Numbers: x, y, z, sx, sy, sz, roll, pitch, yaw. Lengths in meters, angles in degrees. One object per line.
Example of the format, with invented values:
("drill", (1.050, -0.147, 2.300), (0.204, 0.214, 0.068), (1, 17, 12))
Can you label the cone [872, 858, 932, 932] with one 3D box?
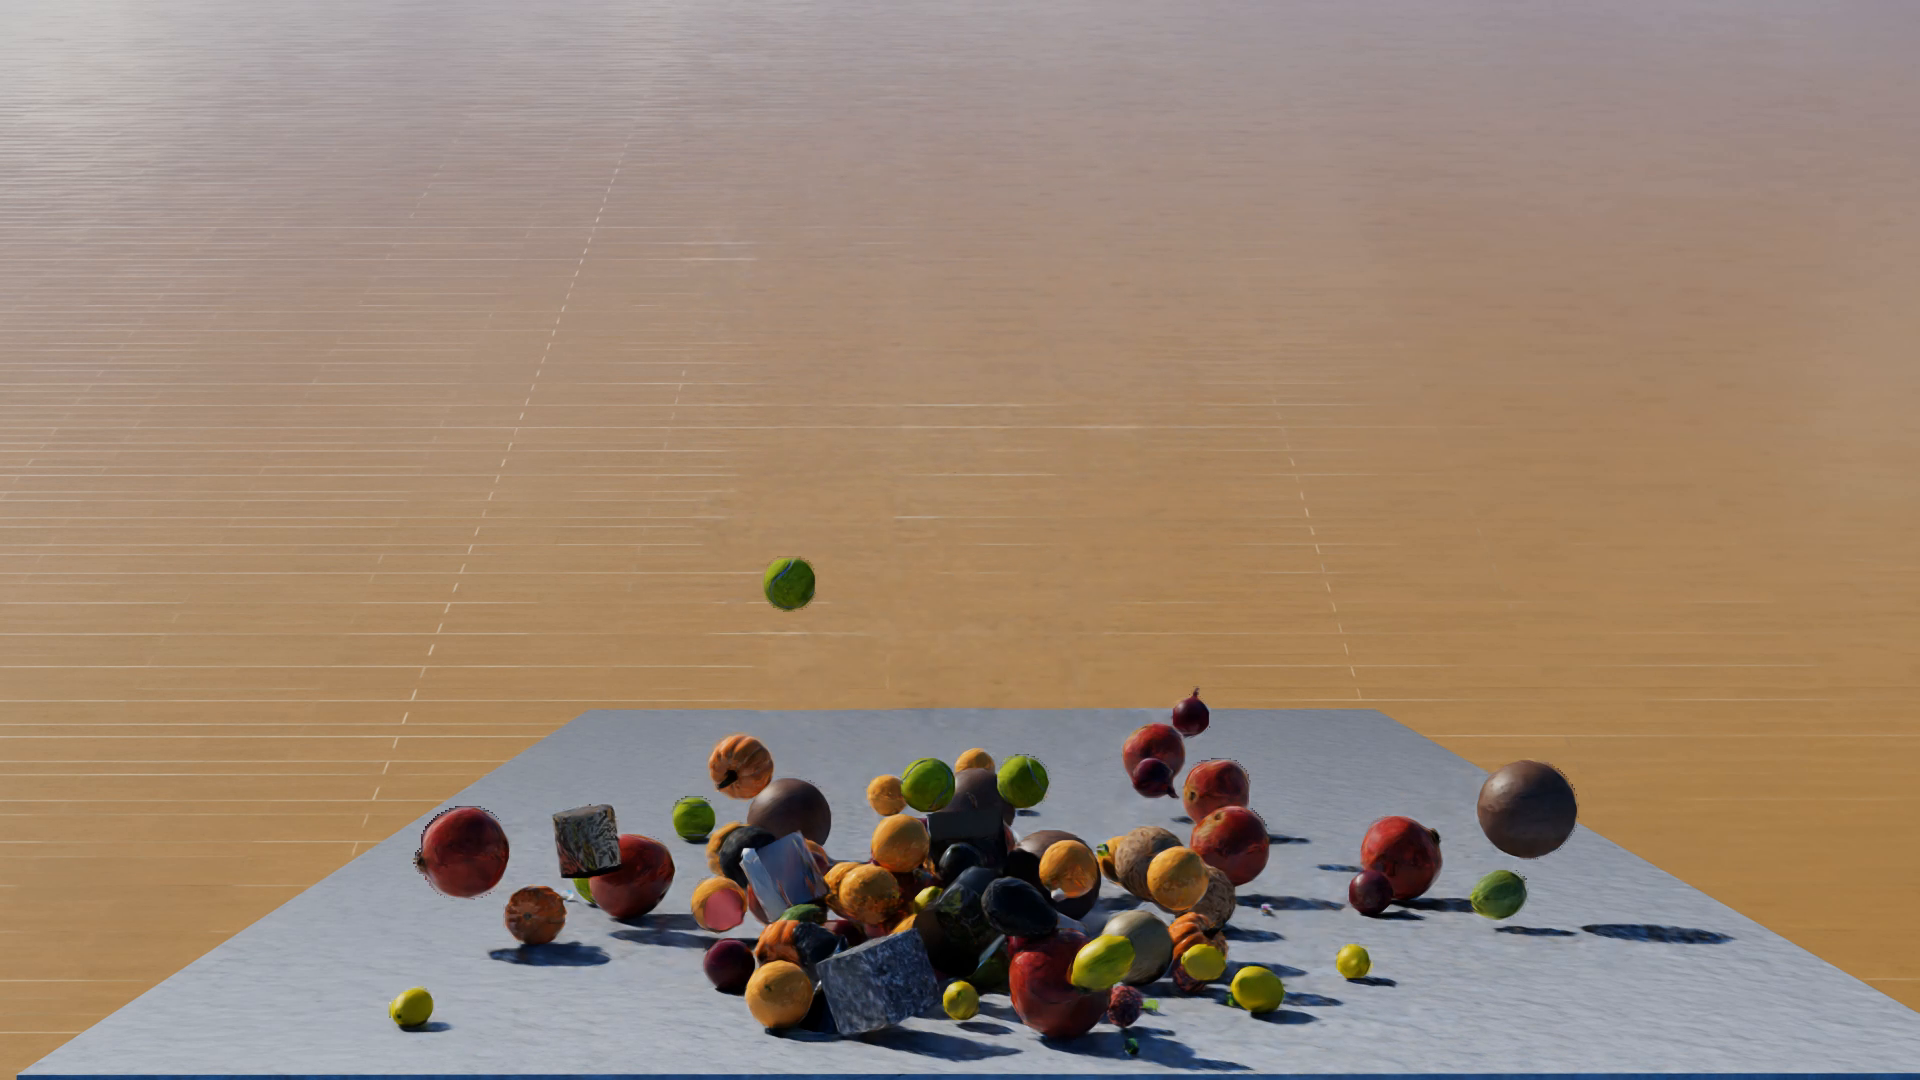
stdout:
("cone", (-0.059, 0.455, 3.325), (0.093, 0.093, 0.093), (11, -4, 1))

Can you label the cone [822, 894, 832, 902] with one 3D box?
("cone", (-0.208, 0.488, 3.619), (0.074, 0.074, 0.074), (29, 35, 20))

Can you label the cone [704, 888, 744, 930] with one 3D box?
("cone", (-0.271, 0.449, 3.076), (0.052, 0.052, 0.052), (-15, 20, -28))

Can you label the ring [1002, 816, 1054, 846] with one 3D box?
("ring", (0.093, 0.489, 4.185), (0.121, 0.040, 0.121), (-4, 24, 2))

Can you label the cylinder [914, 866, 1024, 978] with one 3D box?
("cylinder", (0.009, 0.428, 2.897), (0.090, 0.090, 0.090), (16, 36, 30))

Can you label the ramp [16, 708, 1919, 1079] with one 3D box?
("ramp", (0.059, 0.531, 4.568), (2.000, 0.100, 4.000), (0, 1, 0))

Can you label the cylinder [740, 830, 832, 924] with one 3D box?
("cylinder", (-0.220, 0.426, 3.257), (0.087, 0.087, 0.087), (-28, -9, -5))

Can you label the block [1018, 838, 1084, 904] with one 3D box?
("block", (0.129, 0.465, 3.625), (0.080, 0.080, 0.080), (0, 1, 12))

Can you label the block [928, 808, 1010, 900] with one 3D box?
("block", (0.010, 0.420, 3.355), (0.096, 0.096, 0.096), (-4, 45, -5))

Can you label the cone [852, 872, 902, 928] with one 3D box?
("cone", (-0.096, 0.493, 3.397), (0.080, 0.080, 0.080), (-7, 24, -14))

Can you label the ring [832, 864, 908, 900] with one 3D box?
("ring", (-0.125, 0.486, 3.654), (0.114, 0.038, 0.114), (0, 3, 0))

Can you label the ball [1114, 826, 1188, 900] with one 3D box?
("ball", (0.235, 0.398, 3.179), (0.090, 0.090, 0.090), (0, 26, 0))

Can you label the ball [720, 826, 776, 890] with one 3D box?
("ball", (-0.299, 0.454, 3.685), (0.090, 0.090, 0.090), (0, 26, 0))

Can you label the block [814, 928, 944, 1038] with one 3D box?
("block", (-0.086, 0.469, 2.732), (0.082, 0.082, 0.082), (-16, -5, -46))

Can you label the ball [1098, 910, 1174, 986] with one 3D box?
("ball", (0.205, 0.476, 3.010), (0.088, 0.088, 0.088), (0, 26, 0))

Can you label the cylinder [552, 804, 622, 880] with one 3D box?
("cylinder", (-0.489, 0.396, 3.385), (0.081, 0.081, 0.081), (-8, 3, 0))

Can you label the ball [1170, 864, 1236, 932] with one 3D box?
("ball", (0.317, 0.468, 3.370), (0.087, 0.087, 0.087), (0, 26, 0))

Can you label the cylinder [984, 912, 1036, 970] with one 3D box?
("cylinder", (0.041, 0.459, 3.075), (0.077, 0.077, 0.077), (-8, 25, -16))

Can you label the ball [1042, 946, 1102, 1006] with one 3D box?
("ball", (0.126, 0.490, 2.898), (0.066, 0.066, 0.066), (0, 26, 0))

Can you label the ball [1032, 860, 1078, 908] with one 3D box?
("ball", (0.130, 0.474, 3.551), (0.065, 0.065, 0.065), (0, 26, 0))

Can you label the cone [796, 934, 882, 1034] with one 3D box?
("cone", (-0.127, 0.476, 2.796), (0.099, 0.099, 0.099), (1, 1, 0))

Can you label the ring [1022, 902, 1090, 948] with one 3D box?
("ring", (0.120, 0.486, 3.245), (0.097, 0.032, 0.097), (25, -9, 4))
